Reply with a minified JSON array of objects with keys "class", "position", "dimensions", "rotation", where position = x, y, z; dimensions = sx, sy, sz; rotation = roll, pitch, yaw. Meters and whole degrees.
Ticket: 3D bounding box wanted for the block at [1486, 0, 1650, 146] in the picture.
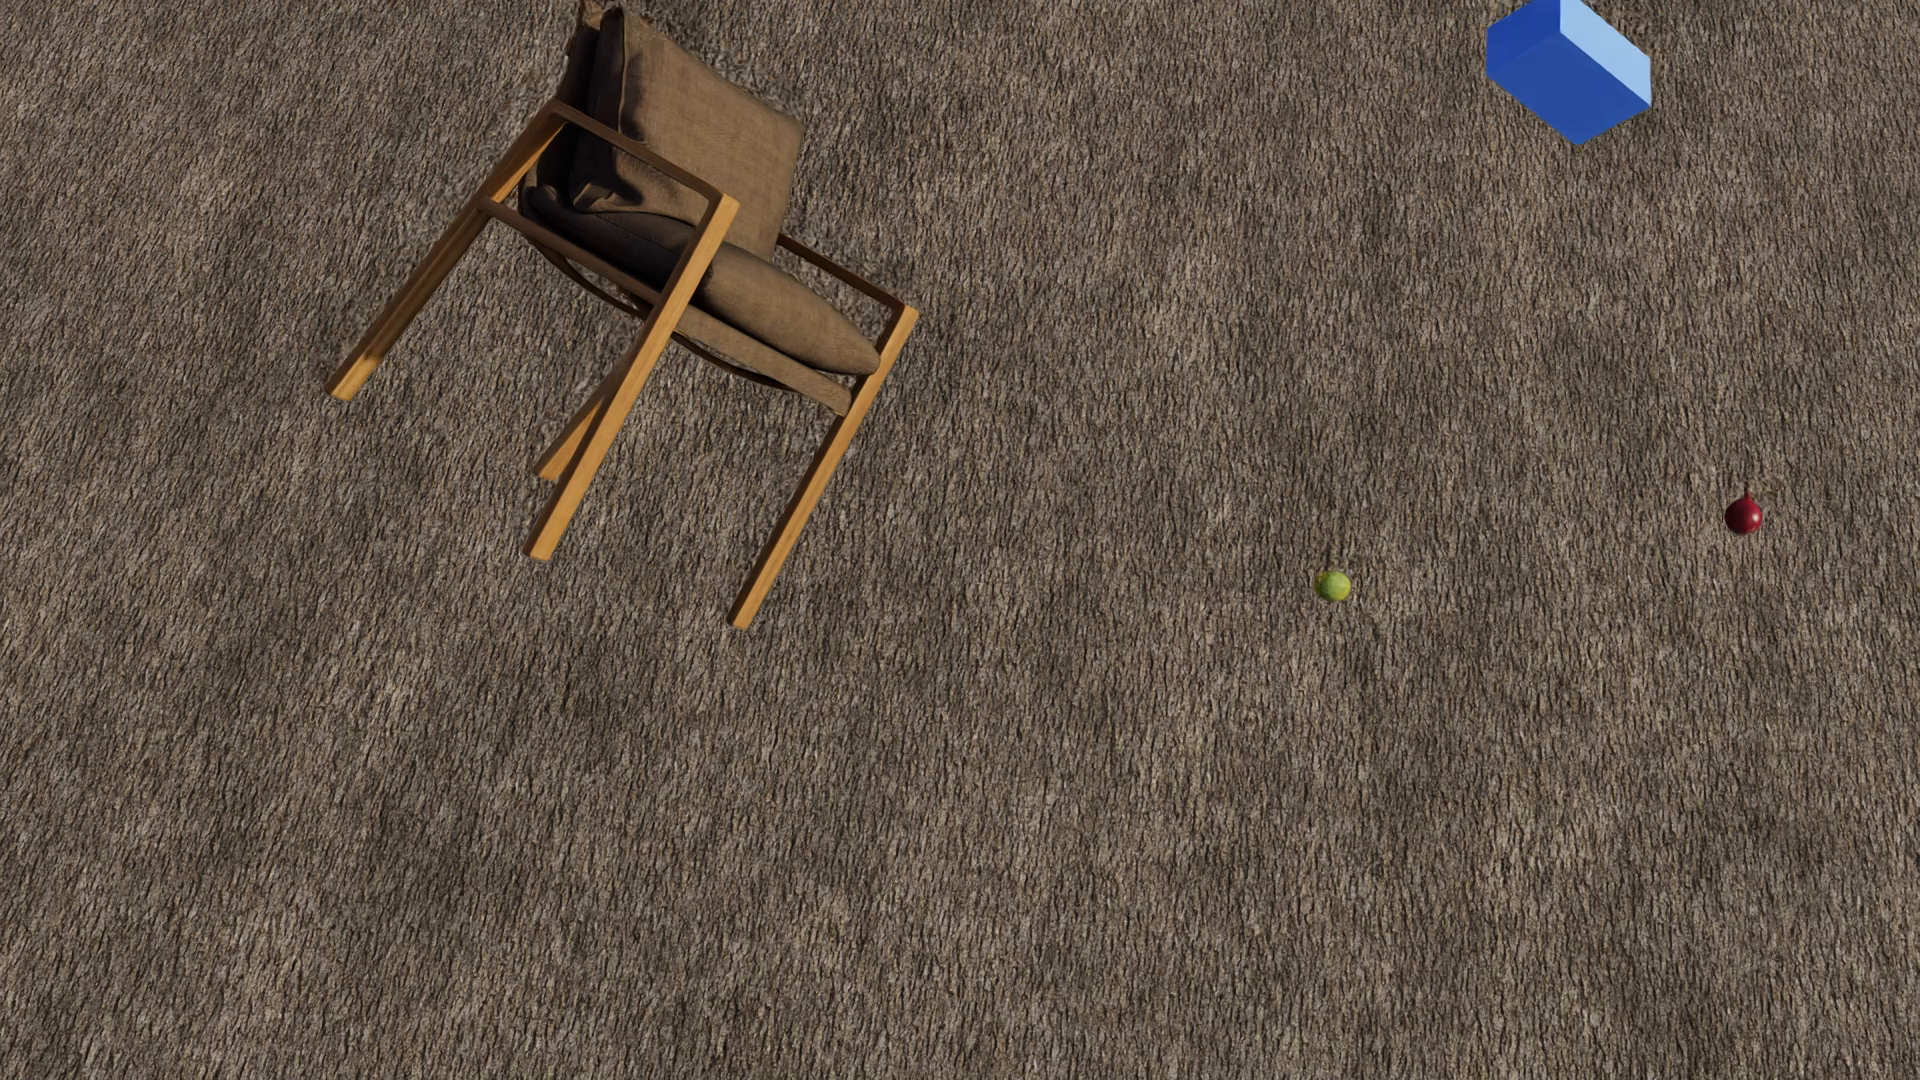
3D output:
[{"class":"block","position":[1.115,-0.867,4.028],"dimensions":[0.260,0.165,0.115],"rotation":[28,55,-29]}]
